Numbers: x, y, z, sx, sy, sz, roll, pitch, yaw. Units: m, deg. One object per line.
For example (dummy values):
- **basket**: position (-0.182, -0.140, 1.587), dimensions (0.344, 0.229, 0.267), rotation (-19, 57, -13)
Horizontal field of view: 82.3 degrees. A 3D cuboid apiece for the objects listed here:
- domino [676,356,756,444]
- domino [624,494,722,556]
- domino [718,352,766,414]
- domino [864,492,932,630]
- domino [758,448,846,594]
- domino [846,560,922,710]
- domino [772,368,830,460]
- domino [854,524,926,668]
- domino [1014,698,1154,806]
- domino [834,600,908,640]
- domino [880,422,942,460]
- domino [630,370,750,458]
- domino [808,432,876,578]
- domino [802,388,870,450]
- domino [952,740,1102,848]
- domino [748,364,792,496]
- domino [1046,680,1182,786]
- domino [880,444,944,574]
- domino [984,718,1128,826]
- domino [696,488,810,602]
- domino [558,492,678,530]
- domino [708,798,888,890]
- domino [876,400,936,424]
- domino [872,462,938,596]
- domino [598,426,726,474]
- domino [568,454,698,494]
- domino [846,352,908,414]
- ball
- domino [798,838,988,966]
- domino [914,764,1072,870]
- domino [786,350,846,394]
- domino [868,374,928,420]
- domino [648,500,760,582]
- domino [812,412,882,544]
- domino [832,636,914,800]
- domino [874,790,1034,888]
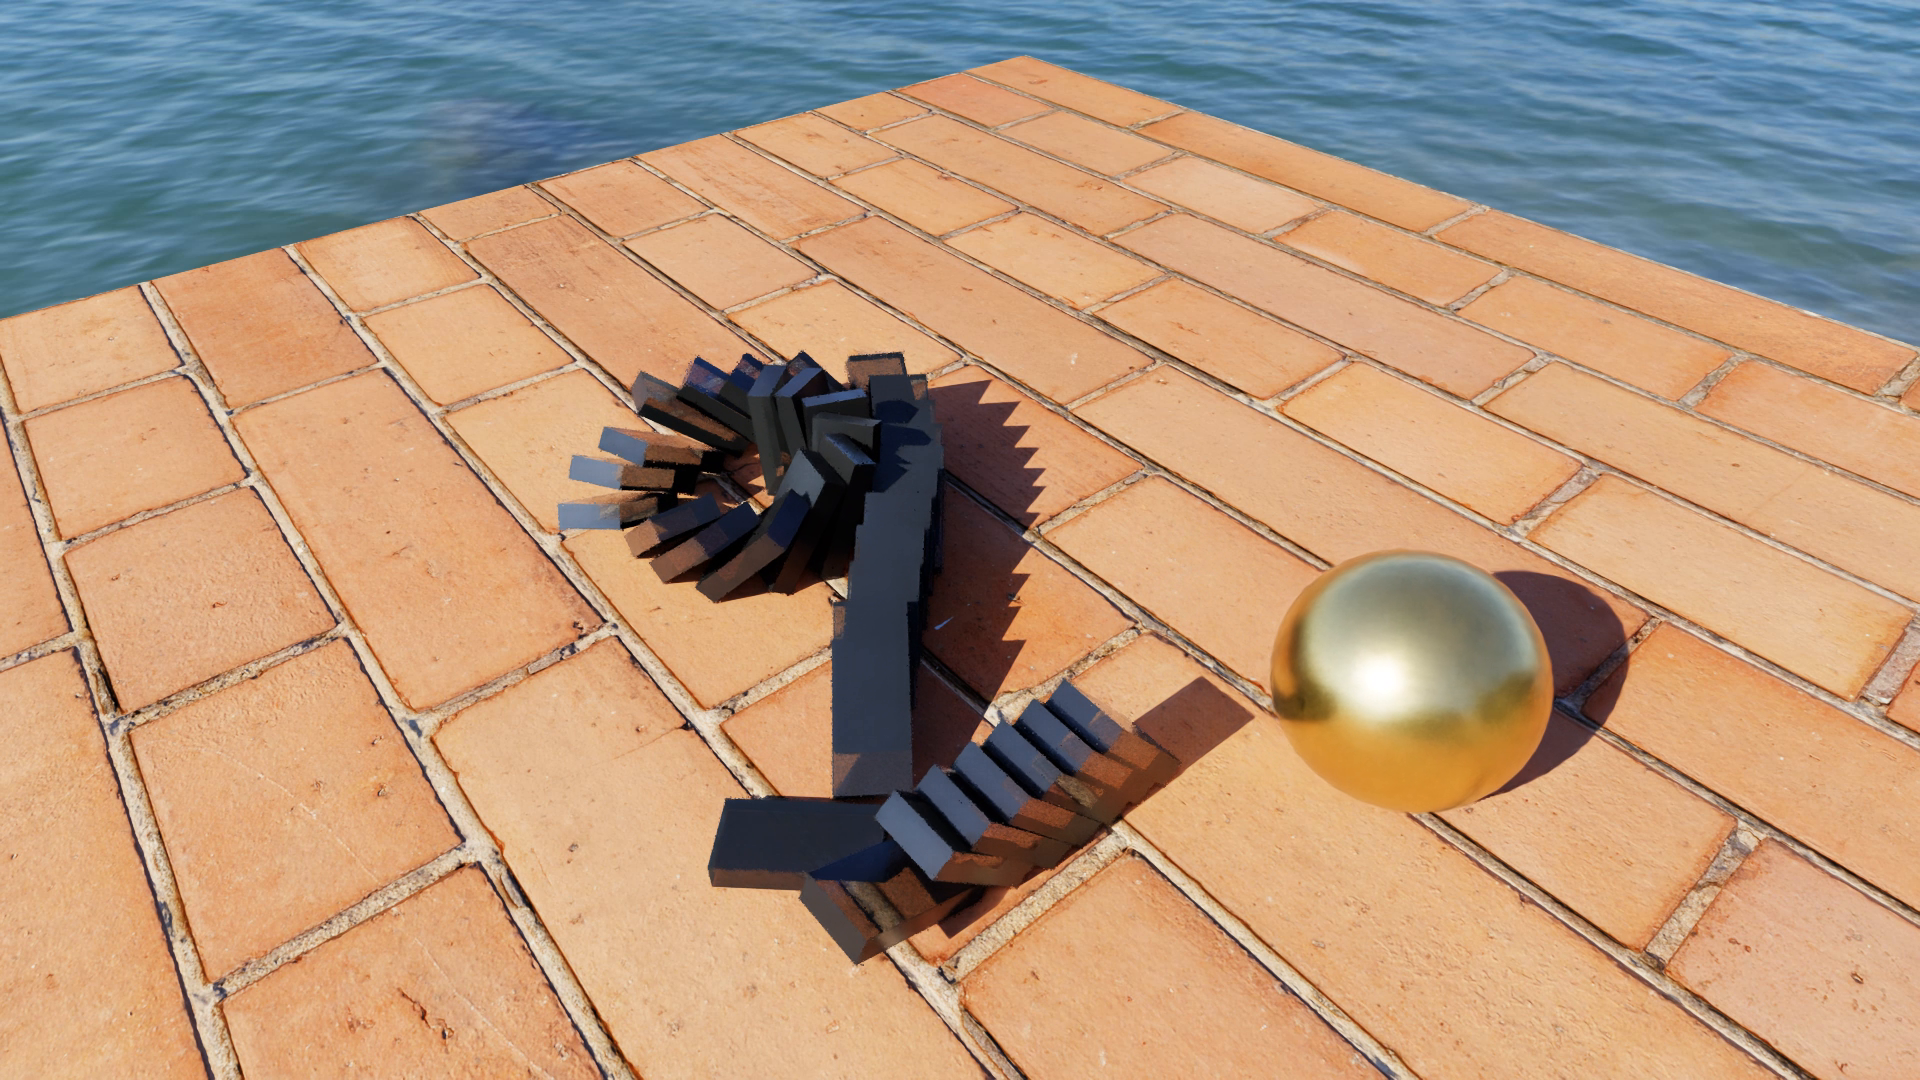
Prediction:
- **domino**: position (-0.101, -0.061, 0.495), dimensions (0.050, 0.010, 0.025), rotation (30, 32, -21)
- **domino**: position (-0.112, -0.005, 0.426), dimensions (0.025, 0.009, 0.050), rotation (-26, 5, -28)
- **domino**: position (-0.082, -0.061, 0.496), dimensions (0.050, 0.010, 0.025), rotation (34, 37, -15)
- **domino**: position (-0.024, 0.008, 0.412), dimensions (0.025, 0.010, 0.050), rotation (2, 75, 1)
- **domino**: position (-0.063, -0.007, 0.422), dimensions (0.010, 0.050, 0.025), rotation (11, 27, -41)
- **domino**: position (-0.027, 0.033, 0.383), dimensions (0.025, 0.009, 0.050), rotation (2, 72, 2)
- **domino**: position (-0.062, -0.045, 0.465), dimensions (0.010, 0.050, 0.025), rotation (7, 38, 27)
- **domino**: position (-0.026, 0.020, 0.398), dimensions (0.025, 0.009, 0.050), rotation (2, 74, 2)
- **domino**: position (0.039, 0.065, 0.336), dimensions (0.025, 0.050, 0.009), rotation (38, 92, 37)
- **domino**: position (-0.029, 0.046, 0.368), dimensions (0.025, 0.009, 0.050), rotation (-2, 71, -2)
- **domino**: position (-0.021, -0.023, 0.450), dimensions (0.025, 0.009, 0.050), rotation (1, 74, 1)
- **domino**: position (-0.119, -0.055, 0.487), dimensions (0.050, 0.010, 0.025), rotation (24, 21, -35)
- **domino**: position (-0.050, -0.013, 0.428), dimensions (0.009, 0.050, 0.025), rotation (-3, 33, -40)
- **domino**: position (-0.049, -0.036, 0.454), dimensions (0.025, 0.050, 0.009), rotation (-12, 31, -14)
- **domino**: position (0.020, 0.075, 0.324), dimensions (0.025, 0.050, 0.009), rotation (38, 92, 37)
- **domino**: position (-0.078, -0.046, 0.468), dimensions (0.009, 0.050, 0.025), rotation (3, 39, 9)
- **domino**: position (0.048, 0.060, 0.342), dimensions (0.025, 0.050, 0.009), rotation (38, 92, 37)
- **domino**: position (-0.019, -0.012, 0.437), dimensions (0.025, 0.009, 0.050), rotation (1, 75, 1)
- **domino**: position (0.029, 0.070, 0.330), dimensions (0.025, 0.050, 0.010), rotation (38, 92, 37)
- **domino**: position (-0.078, 0.003, 0.413), dimensions (0.010, 0.050, 0.025), rotation (41, 43, -19)
- **domino**: position (-0.135, -0.012, 0.437), dimensions (0.025, 0.010, 0.050), rotation (1, 8, 11)
- **domino**: position (-0.048, 0.092, 0.331), dimensions (0.050, 0.010, 0.025), rotation (2, 39, 2)
- **domino**: position (-0.022, -0.034, 0.463), dimensions (0.025, 0.009, 0.050), rotation (-2, 74, -2)
- **domino**: position (-0.022, -0.004, 0.425), dimensions (0.025, 0.010, 0.050), rotation (2, 75, 1)
- **domino**: position (-0.126, -0.038, 0.469), dimensions (0.025, 0.010, 0.050), rotation (21, 9, 24)
- **domino**: position (-0.134, -0.027, 0.454), dimensions (0.025, 0.010, 0.050), rotation (13, 5, 20)
- **domino**: position (-0.034, -0.059, 0.493), dimensions (0.025, 0.010, 0.050), rotation (-8, 73, -19)
- **ball**: position (0.136, 0.042, 0.336), dimensions (0.080, 0.080, 0.080), rotation (0, 39, 0)
- **domino**: position (-0.017, 0.097, 0.308), dimensions (0.025, 0.010, 0.050), rotation (38, 29, 32)
- **domino**: position (0.010, 0.080, 0.318), dimensions (0.025, 0.050, 0.010), rotation (39, 93, 37)
- **domino**: position (-0.061, -0.060, 0.496), dimensions (0.050, 0.009, 0.025), rotation (42, 46, -4)
- **domino**: position (-0.025, -0.047, 0.478), dimensions (0.025, 0.010, 0.050), rotation (-3, 75, -9)
- **domino**: position (-0.097, 0.001, 0.417), dimensions (0.025, 0.010, 0.050), rotation (-40, 11, -34)
- **domino**: position (-0.046, -0.024, 0.441), dimensions (0.025, 0.050, 0.009), rotation (10, 24, 12)
- **domino**: position (-0.028, 0.057, 0.354), dimensions (0.025, 0.010, 0.050), rotation (-2, 71, -2)
- **domino**: position (0.000, 0.085, 0.312), dimensions (0.025, 0.050, 0.009), rotation (38, 94, 34)
